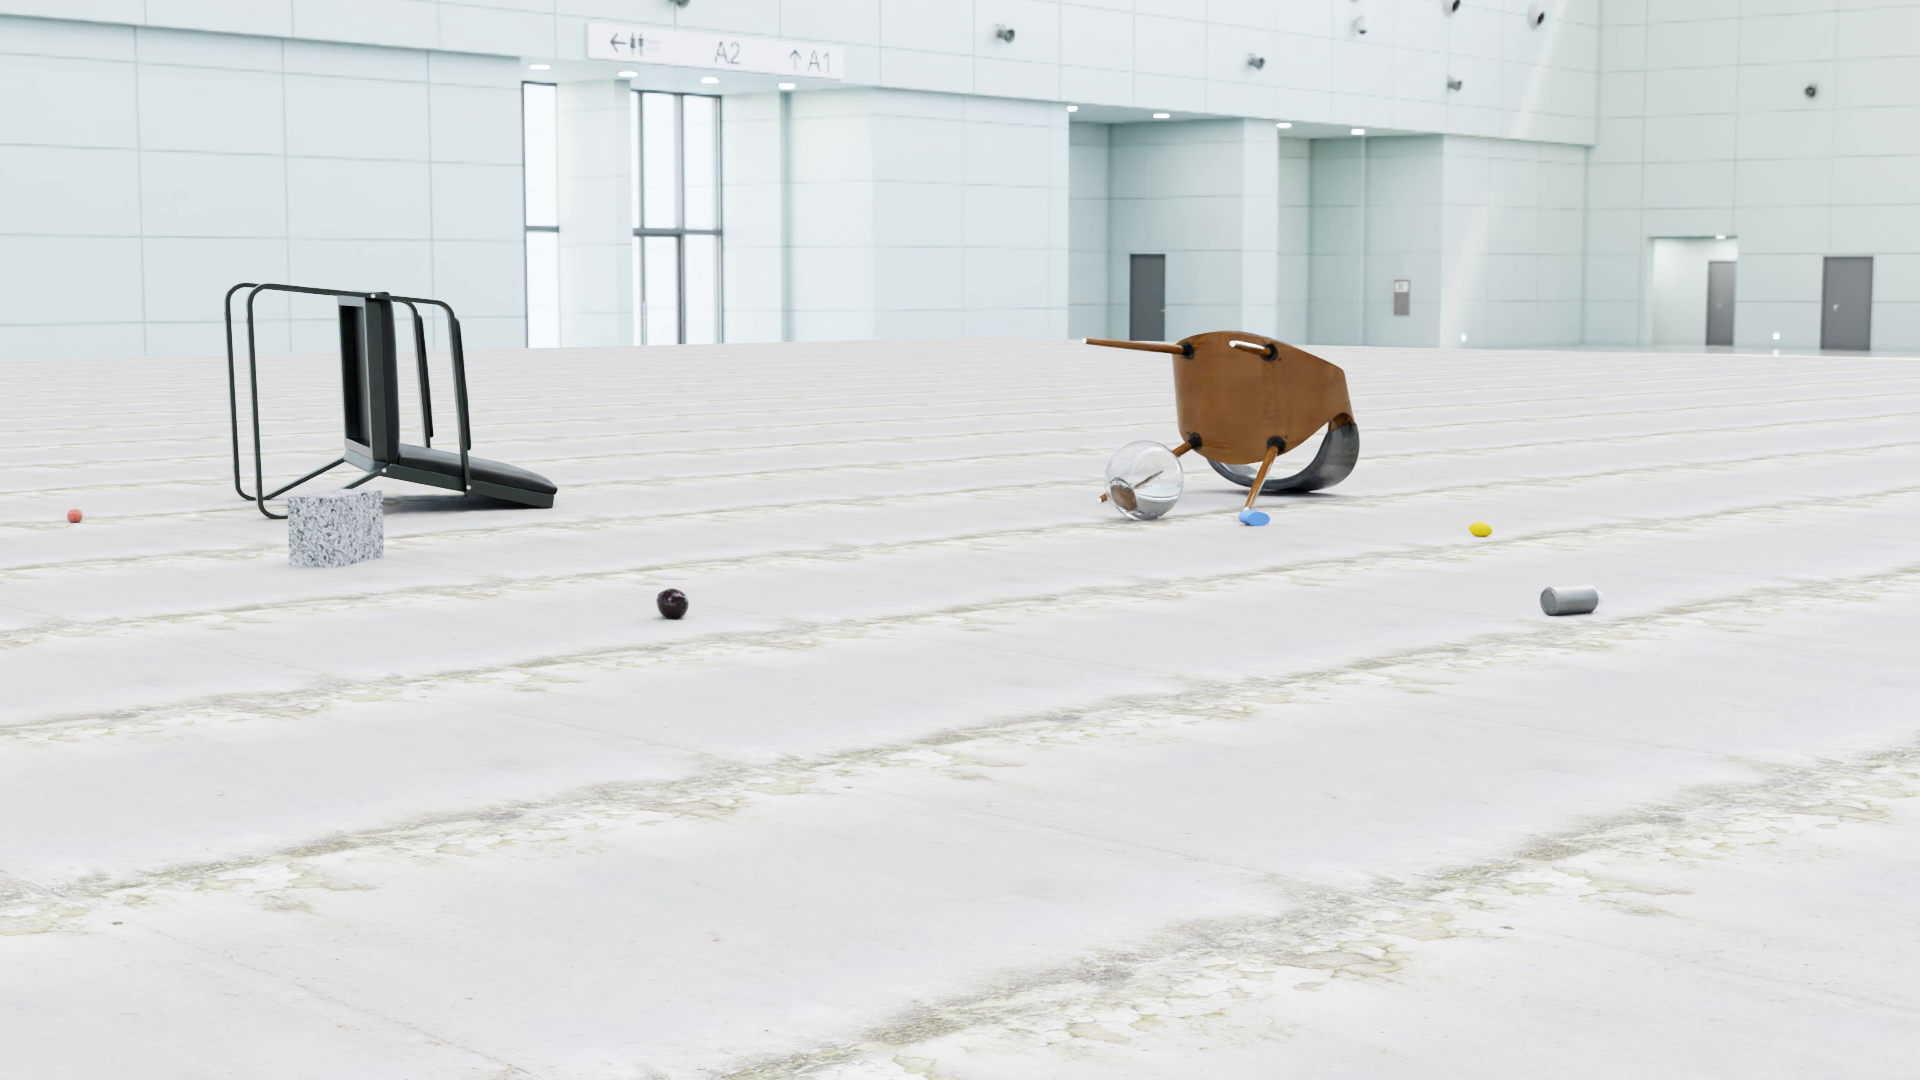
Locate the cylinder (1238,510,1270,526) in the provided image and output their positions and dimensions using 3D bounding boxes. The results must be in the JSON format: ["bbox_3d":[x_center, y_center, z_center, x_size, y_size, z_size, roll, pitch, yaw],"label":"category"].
[{"bbox_3d":[0.778,-0.058,6.792,0.066,0.038,0.061,7,-11,-12],"label":"cylinder"}]

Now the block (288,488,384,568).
[{"bbox_3d":[-1.439,-0.029,5.920,0.117,0.158,0.221,2,6,17],"label":"block"}]

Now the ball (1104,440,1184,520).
[{"bbox_3d":[0.496,-0.163,6.932,0.217,0.217,0.217,0,6,0],"label":"ball"}]
